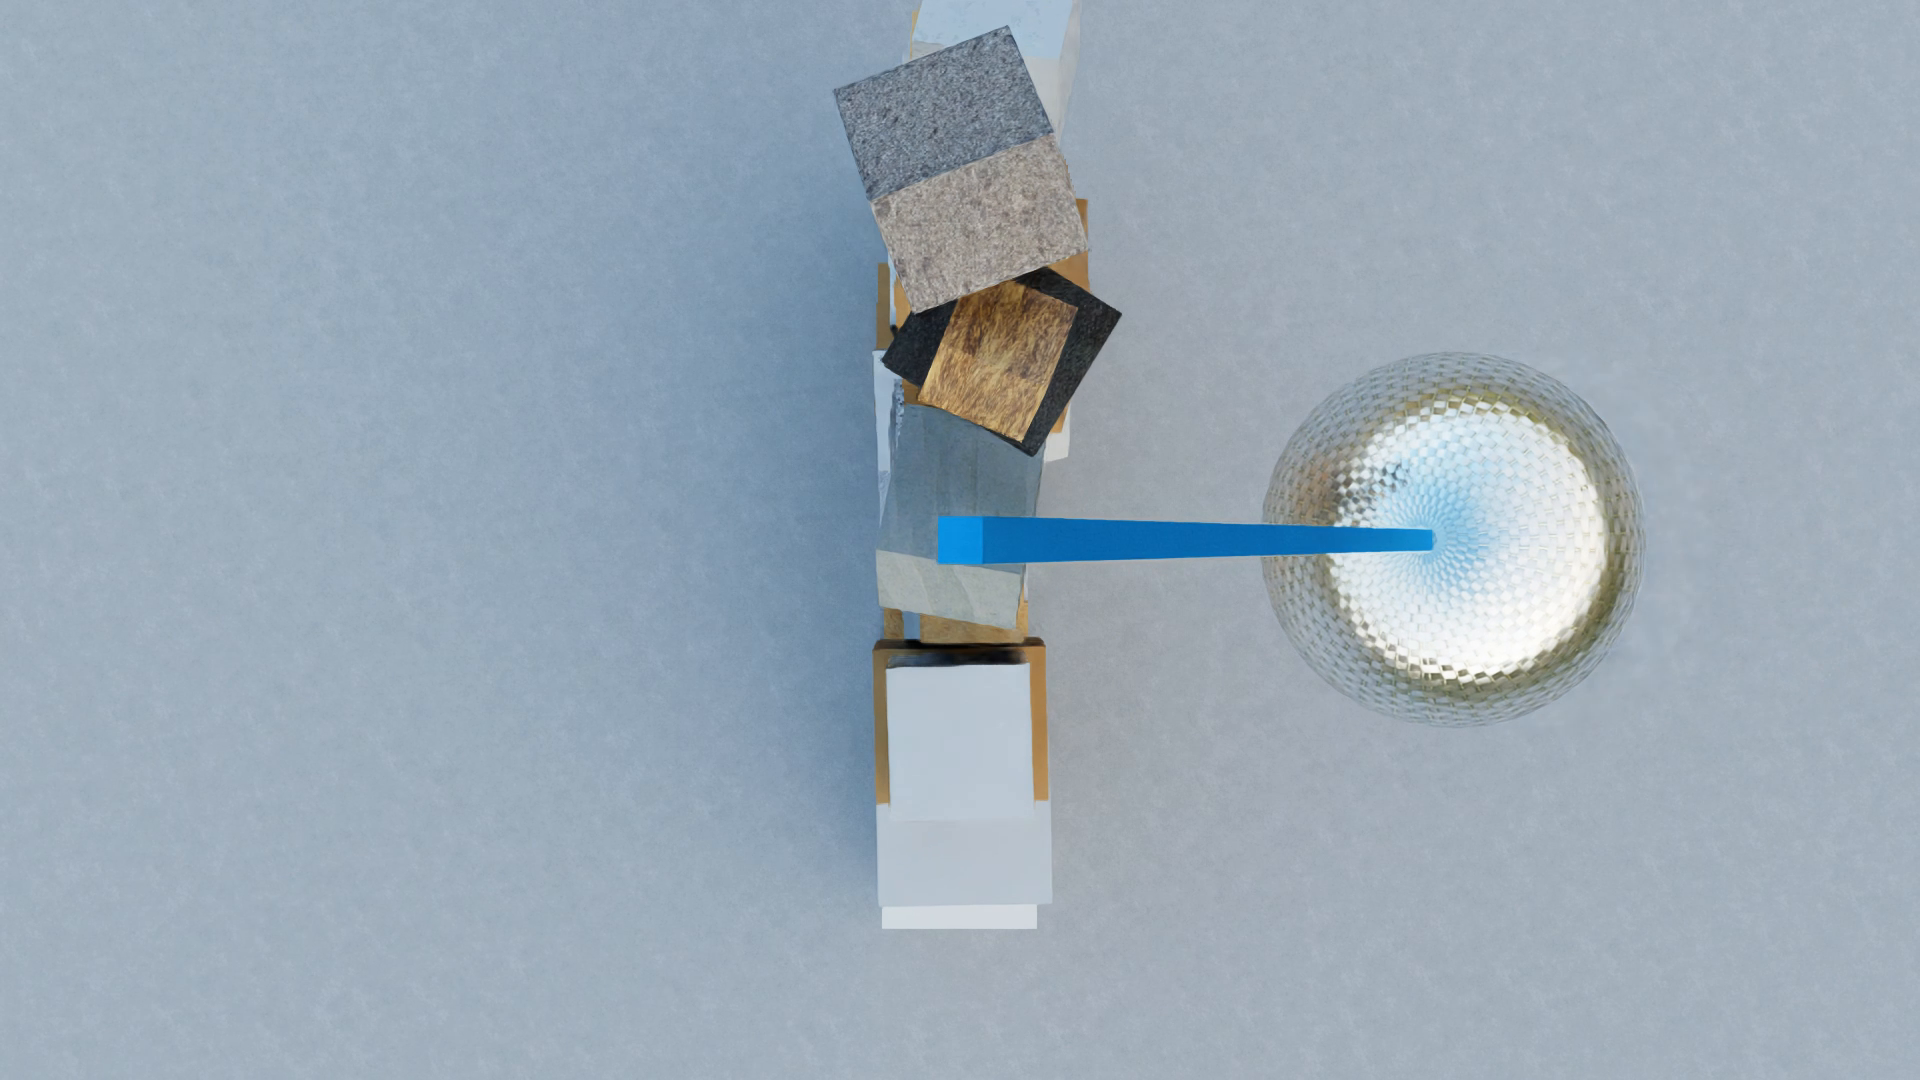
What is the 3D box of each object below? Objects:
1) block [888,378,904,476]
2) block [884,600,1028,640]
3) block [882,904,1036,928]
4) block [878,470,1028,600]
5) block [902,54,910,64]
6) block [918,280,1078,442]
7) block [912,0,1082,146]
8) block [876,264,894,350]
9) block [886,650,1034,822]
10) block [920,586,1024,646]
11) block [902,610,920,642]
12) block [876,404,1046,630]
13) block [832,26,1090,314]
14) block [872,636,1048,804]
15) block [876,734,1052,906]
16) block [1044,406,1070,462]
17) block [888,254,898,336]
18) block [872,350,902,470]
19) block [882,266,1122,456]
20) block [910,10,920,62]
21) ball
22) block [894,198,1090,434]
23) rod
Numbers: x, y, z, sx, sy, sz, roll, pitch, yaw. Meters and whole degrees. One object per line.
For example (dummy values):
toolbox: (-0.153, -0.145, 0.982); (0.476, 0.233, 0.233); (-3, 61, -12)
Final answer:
block: (-0.031, -0.385, 10.898); (0.602, 0.649, 0.622); (0, 71, -5)
block: (-0.016, 0.663, 11.939); (0.758, 0.638, 0.659); (-1, 91, 0)
block: (-0.003, 1.763, 12.568); (0.855, 0.864, 0.767); (0, 90, 0)
block: (-0.035, -0.039, 11.857); (0.751, 0.782, 0.710); (-3, 92, 0)
block: (0.055, -1.708, 10.169); (0.664, 0.774, 0.693); (1, 53, -1)
block: (0.138, -0.684, 8.070); (0.415, 0.360, 0.396); (22, 56, -2)
block: (0.154, -1.956, 8.765); (0.573, 0.554, 0.547); (9, 59, 7)
block: (-0.024, -1.123, 12.610); (0.878, 0.779, 0.818); (1, 90, 0)
block: (0.000, 0.904, 10.274); (0.647, 0.688, 0.697); (-2, 92, 0)
block: (0.051, 0.221, 10.360); (0.472, 0.532, 0.541); (0, 86, -1)
block: (-0.029, 0.250, 10.908); (0.506, 0.459, 0.489); (-1, 86, -1)
block: (0.007, -0.094, 9.730); (0.624, 0.732, 0.689); (10, 69, 3)
block: (0.003, -1.309, 7.782); (0.664, 0.554, 0.641); (-20, 48, 3)
block: (0.004, 0.886, 10.969); (0.835, 0.695, 0.746); (-1, 91, 0)
block: (0.019, 1.443, 11.730); (0.897, 0.808, 0.876); (-1, 90, 0)
block: (0.126, -0.700, 10.287); (0.630, 0.537, 0.570); (-14, 53, -10)
block: (0.005, -1.521, 11.866); (0.755, 0.708, 0.788); (-1, 90, 0)
block: (-0.110, -0.712, 11.692); (0.660, 0.589, 0.619); (-3, 96, 0)
block: (0.161, -0.786, 8.728); (0.695, 0.620, 0.638); (32, 92, -1)
block: (0.074, -1.828, 9.360); (0.545, 0.569, 0.607); (0, 59, 3)
ball: (2.074, 0.000, 9.321); (1.600, 1.600, 1.600); (0, 90, 0)
block: (0.157, -1.012, 9.626); (0.702, 0.749, 0.692); (7, 48, 11)
rod: (0.899, 0.000, 6.131); (0.080, 5.200, 0.080); (0, 90, 20)
